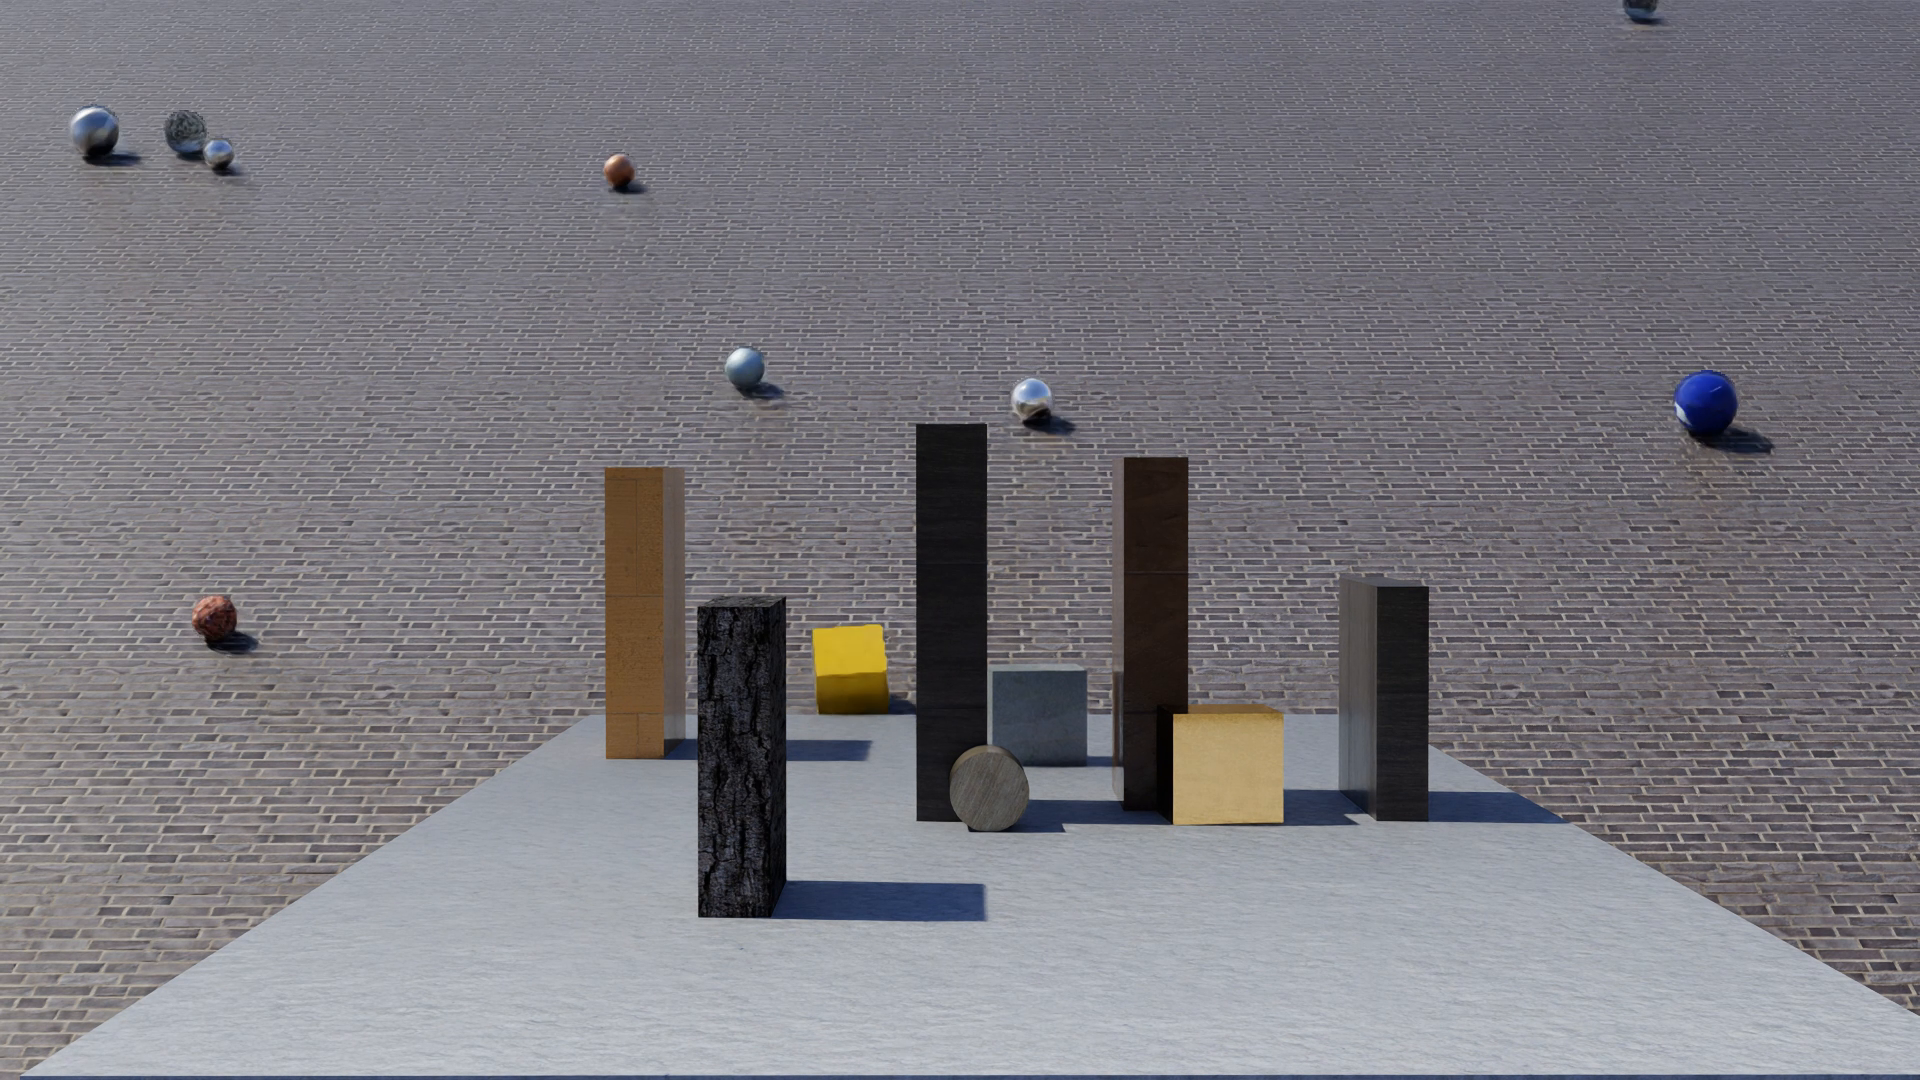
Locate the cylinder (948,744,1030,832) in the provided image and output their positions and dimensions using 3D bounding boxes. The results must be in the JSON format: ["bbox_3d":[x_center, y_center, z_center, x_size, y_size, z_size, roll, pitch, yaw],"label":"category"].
[{"bbox_3d":[0.049,0.425,4.432,0.135,0.135,0.135,-1,1,-1],"label":"cylinder"}]

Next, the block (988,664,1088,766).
[{"bbox_3d":[0.158,0.370,5.484,0.199,0.199,0.199,0,1,-5],"label":"block"}]

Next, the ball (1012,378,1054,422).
[{"bbox_3d":[0.237,-0.458,8.447,0.139,0.139,0.139,0,26,0],"label":"ball"}]

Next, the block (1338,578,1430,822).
[{"bbox_3d":[0.771,0.281,4.719,0.091,0.410,0.445,0,1,0],"label":"block"}]

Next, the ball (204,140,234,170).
[{"bbox_3d":[-3.103,-1.615,10.802,0.124,0.124,0.124,0,26,0],"label":"ball"}]

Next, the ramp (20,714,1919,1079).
[{"bbox_3d":[0.060,0.539,4.575,2.000,0.100,4.000,0,1,0],"label":"ramp"}]

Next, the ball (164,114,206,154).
[{"bbox_3d":[-3.297,-1.730,10.981,0.171,0.171,0.171,0,26,0],"label":"ball"}]

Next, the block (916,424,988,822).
[{"bbox_3d":[-0.015,0.141,4.653,0.124,0.693,0.320,0,1,0],"label":"block"}]

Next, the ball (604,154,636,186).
[{"bbox_3d":[-1.399,-1.516,10.595,0.130,0.130,0.130,0,26,0],"label":"ball"}]

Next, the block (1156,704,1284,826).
[{"bbox_3d":[0.456,0.394,4.549,0.192,0.192,0.192,0,1,-4],"label":"block"}]

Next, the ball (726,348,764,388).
[{"bbox_3d":[-0.724,-0.579,8.698,0.133,0.133,0.133,0,26,0],"label":"ball"}]

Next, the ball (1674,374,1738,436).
[{"bbox_3d":[2.410,-0.439,8.337,0.201,0.201,0.201,0,26,0],"label":"ball"}]

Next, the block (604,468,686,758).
[{"bbox_3d":[-0.696,0.152,5.737,0.124,0.624,0.443,0,1,0],"label":"block"}]

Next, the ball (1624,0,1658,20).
[{"bbox_3d":[3.407,-2.688,12.923,0.168,0.168,0.168,0,26,0],"label":"ball"}]

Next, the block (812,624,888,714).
[{"bbox_3d":[-0.286,0.353,6.715,0.181,0.181,0.181,-3,40,-5],"label":"block"}]

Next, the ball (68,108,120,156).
[{"bbox_3d":[-3.677,-1.734,10.954,0.204,0.204,0.204,0,26,0],"label":"ball"}]

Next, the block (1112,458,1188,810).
[{"bbox_3d":[0.352,0.166,4.812,0.116,0.636,0.350,0,1,0],"label":"block"}]

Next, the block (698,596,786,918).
[{"bbox_3d":[-0.307,0.298,3.667,0.099,0.423,0.329,0,1,0],"label":"block"}]

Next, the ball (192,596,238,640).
[{"bbox_3d":[-2.053,0.214,7.108,0.121,0.121,0.121,0,26,0],"label":"ball"}]
